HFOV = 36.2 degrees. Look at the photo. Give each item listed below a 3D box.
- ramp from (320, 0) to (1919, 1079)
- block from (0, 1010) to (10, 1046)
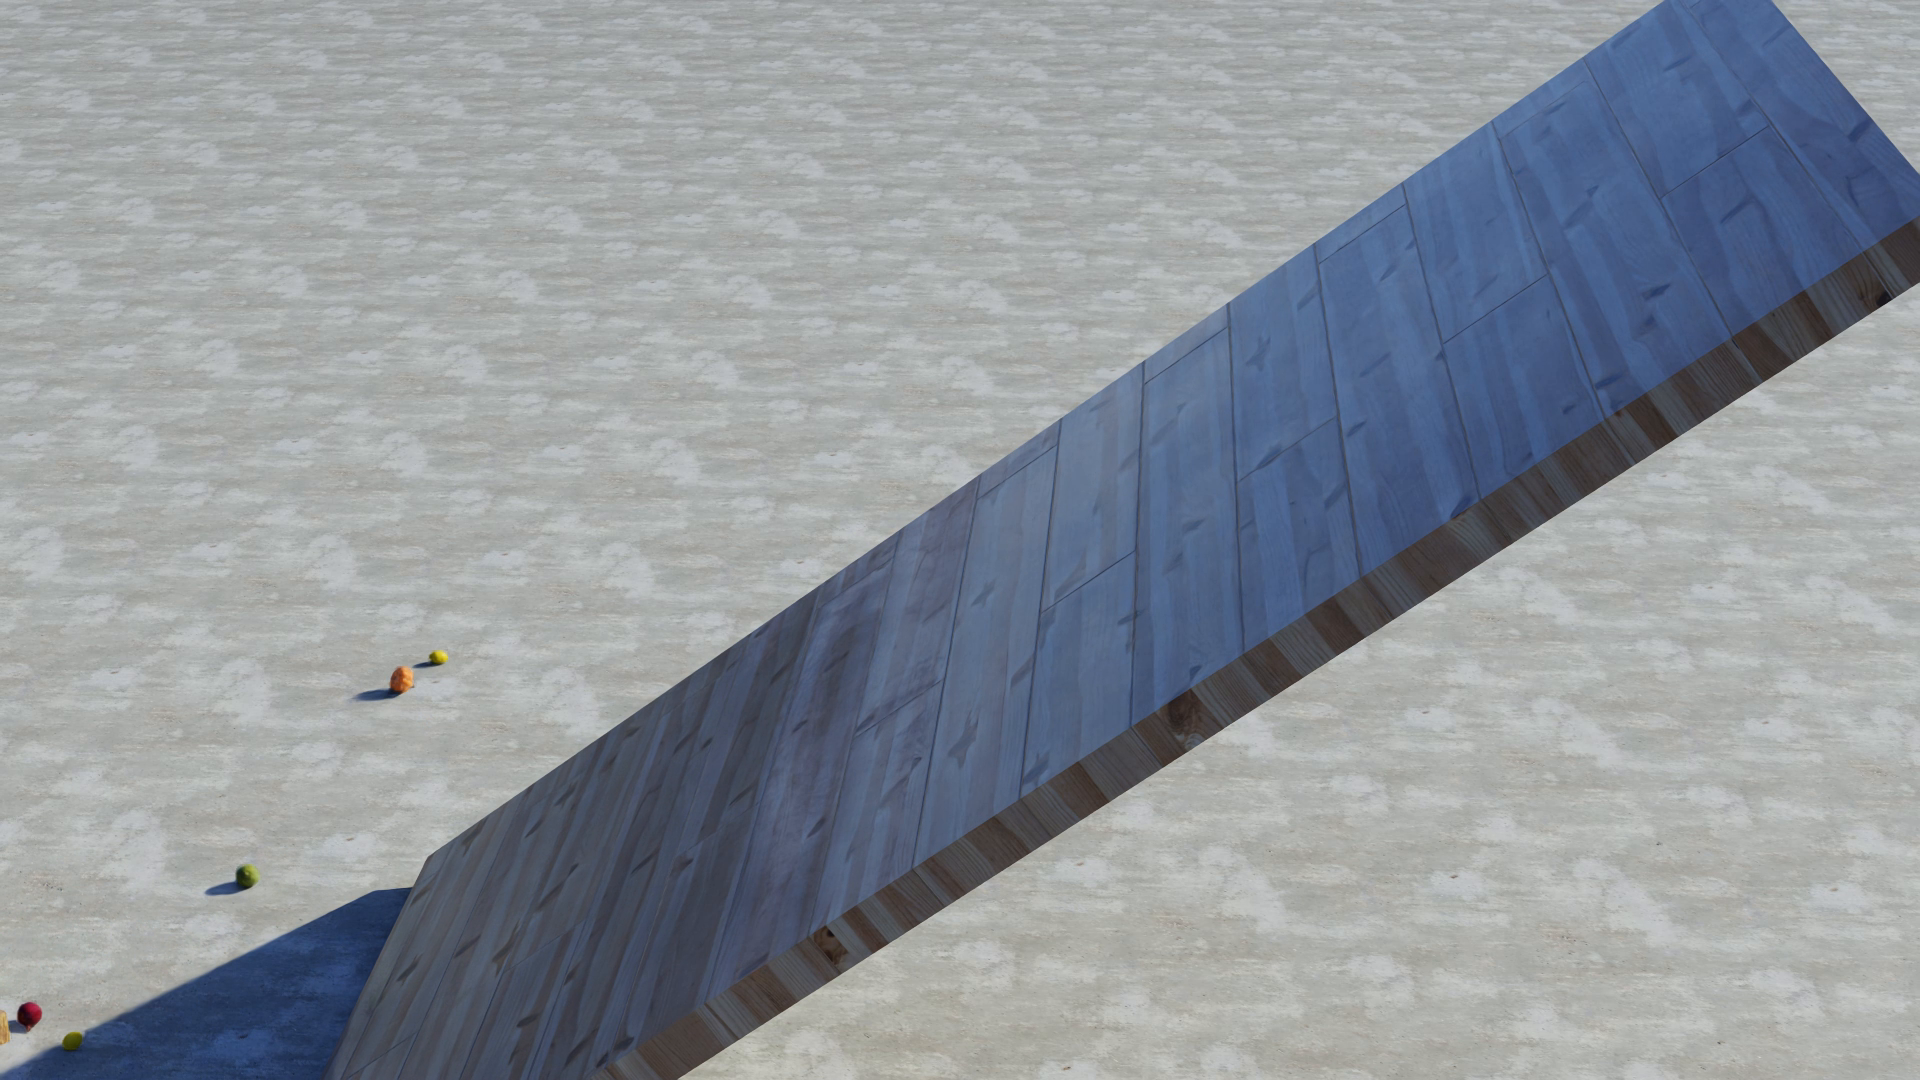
[{"bbox_3d":[0.128,0.180,6.324,4.000,0.100,2.000,-34,16,17],"label":"ramp"},{"bbox_3d":[-2.356,1.178,7.101,0.080,0.080,0.080,17,28,35],"label":"block"}]
